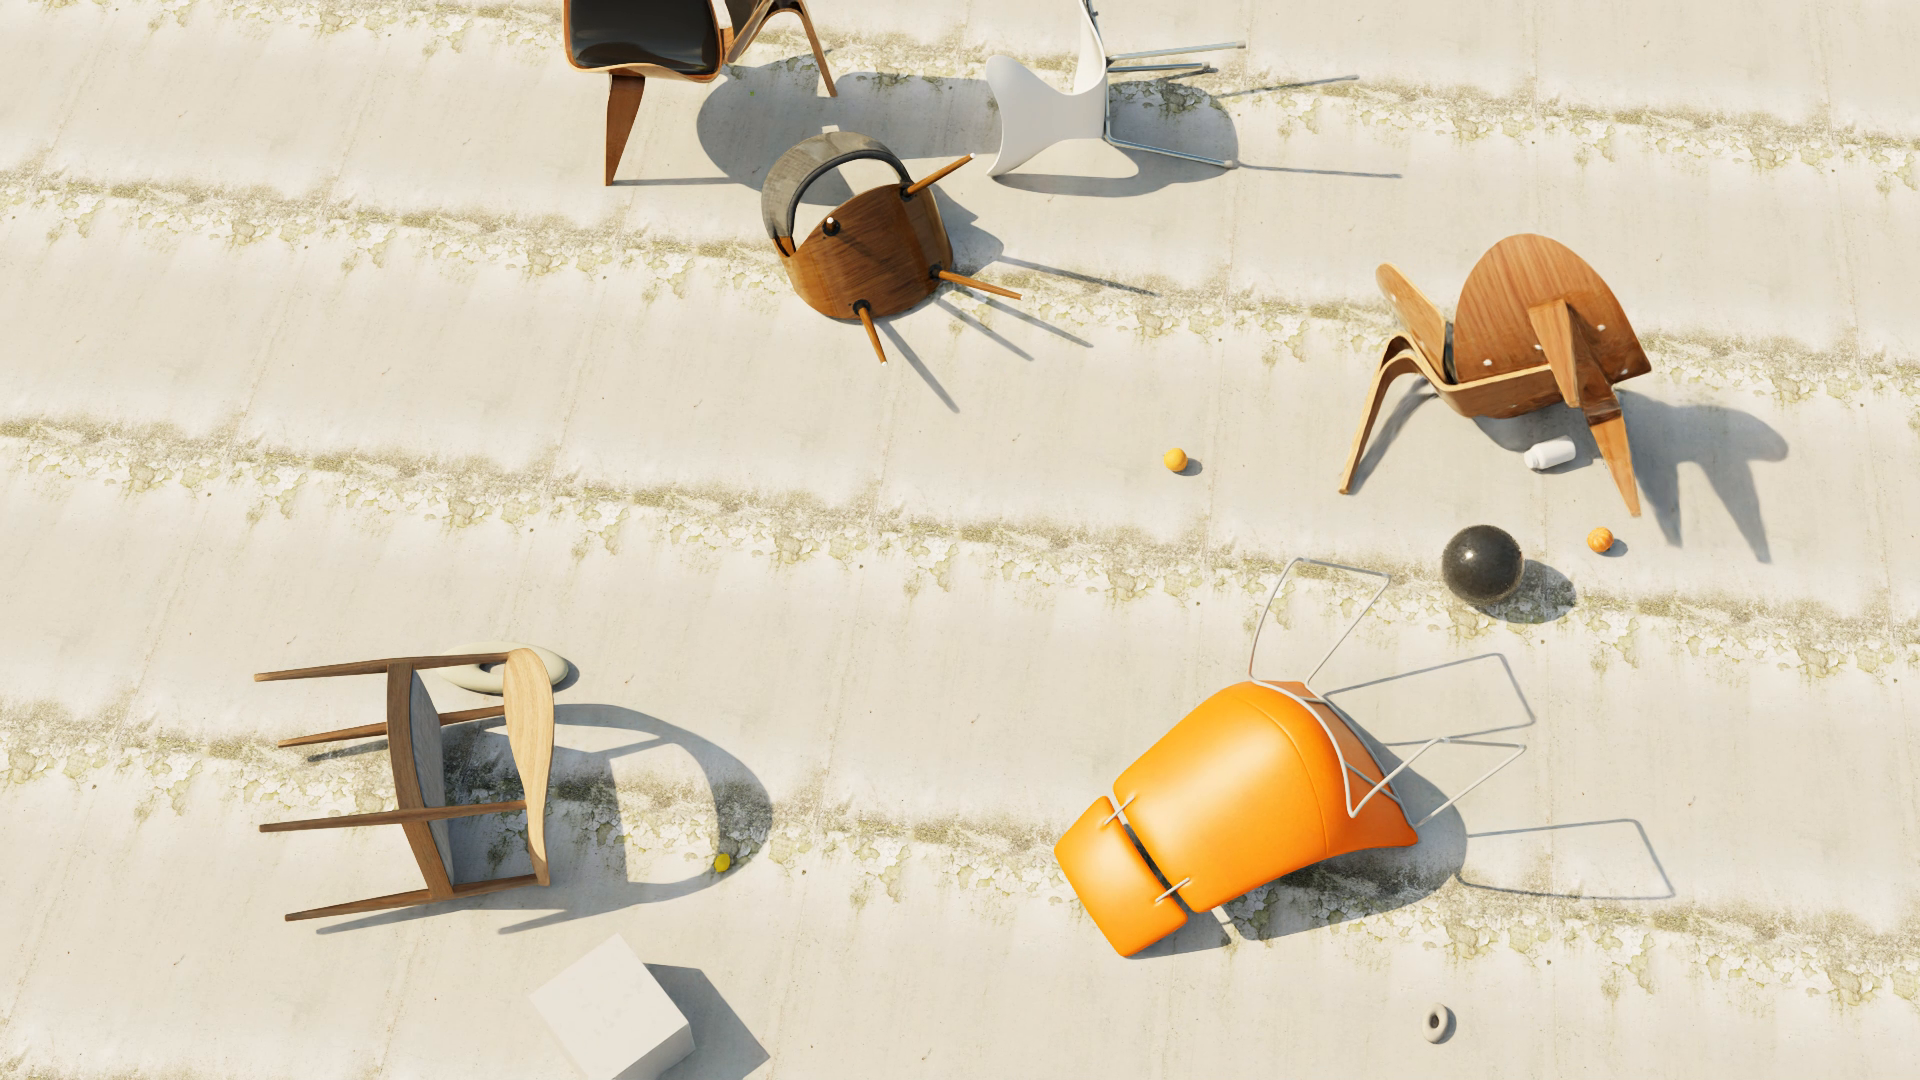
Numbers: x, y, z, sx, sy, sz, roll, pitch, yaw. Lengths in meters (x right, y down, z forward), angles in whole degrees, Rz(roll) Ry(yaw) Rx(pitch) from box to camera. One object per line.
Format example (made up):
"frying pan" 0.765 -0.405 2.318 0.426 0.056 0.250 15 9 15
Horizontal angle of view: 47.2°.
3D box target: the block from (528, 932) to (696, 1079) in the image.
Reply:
"block" -0.889 1.237 5.633 0.275 0.185 0.315 -34 63 -21

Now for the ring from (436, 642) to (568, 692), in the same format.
"ring" -1.314 0.364 6.301 0.387 0.048 0.168 3 55 2

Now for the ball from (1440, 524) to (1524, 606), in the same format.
"ball" 1.517 0.072 6.384 0.236 0.236 0.236 0 56 0

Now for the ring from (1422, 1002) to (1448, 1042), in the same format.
"ring" 1.234 1.253 5.714 0.067 0.032 0.111 18 59 10
